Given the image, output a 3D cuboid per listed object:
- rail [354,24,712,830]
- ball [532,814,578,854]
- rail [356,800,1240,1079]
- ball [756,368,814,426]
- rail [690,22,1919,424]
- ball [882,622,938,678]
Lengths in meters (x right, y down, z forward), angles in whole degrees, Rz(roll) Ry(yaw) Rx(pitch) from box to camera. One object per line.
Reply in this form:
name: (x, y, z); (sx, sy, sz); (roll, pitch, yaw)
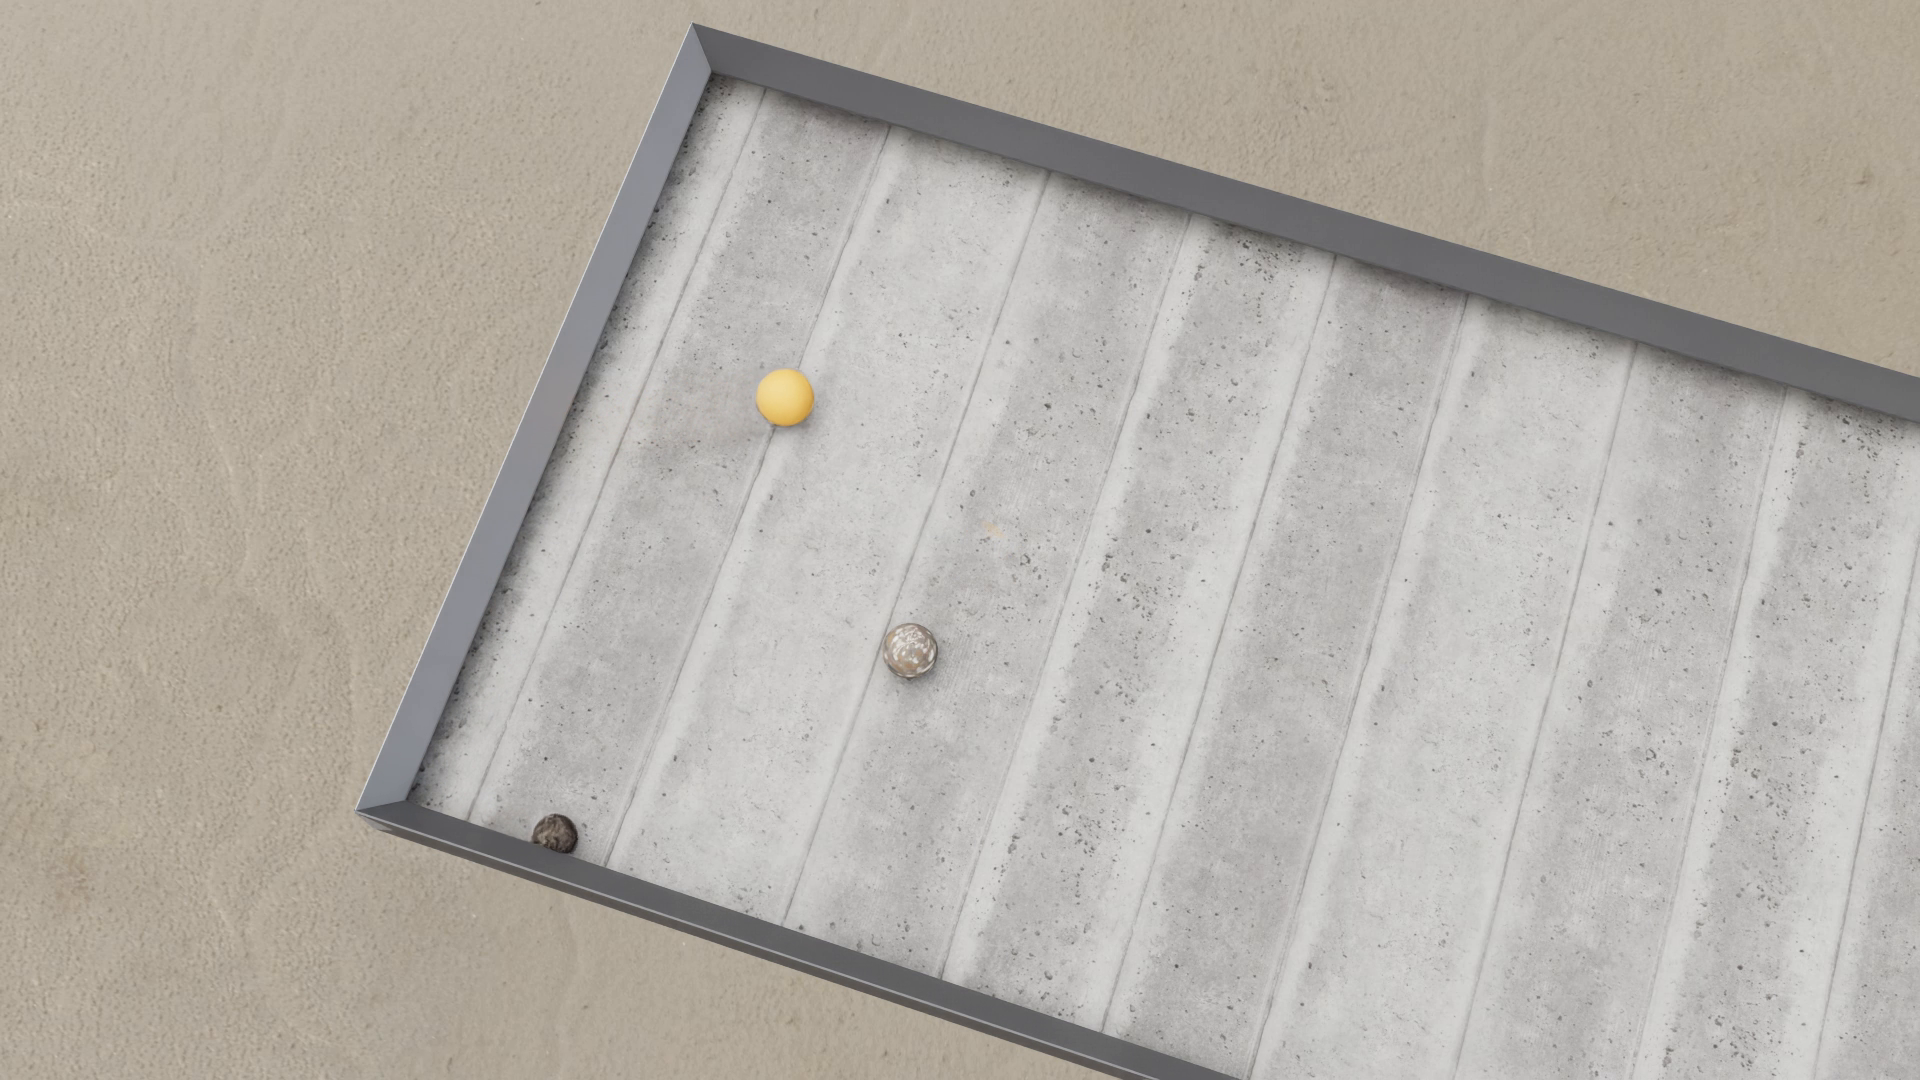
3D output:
rail: (-0.641, -0.205, 3.471); (0.045, 0.118, 1.398); (17, 72, 6)
ball: (-0.603, 0.441, 3.274); (0.066, 0.066, 0.066); (0, 71, 0)
rail: (0.452, 0.807, 3.117); (2.796, 0.118, 0.045); (17, 72, 6)
ball: (-0.279, -0.226, 3.494); (0.091, 0.091, 0.091); (0, 71, 0)
rail: (0.875, -0.404, 3.541); (2.796, 0.118, 0.045); (17, 72, 6)
ball: (-0.076, 0.169, 3.359); (0.086, 0.086, 0.086); (0, 71, 0)
